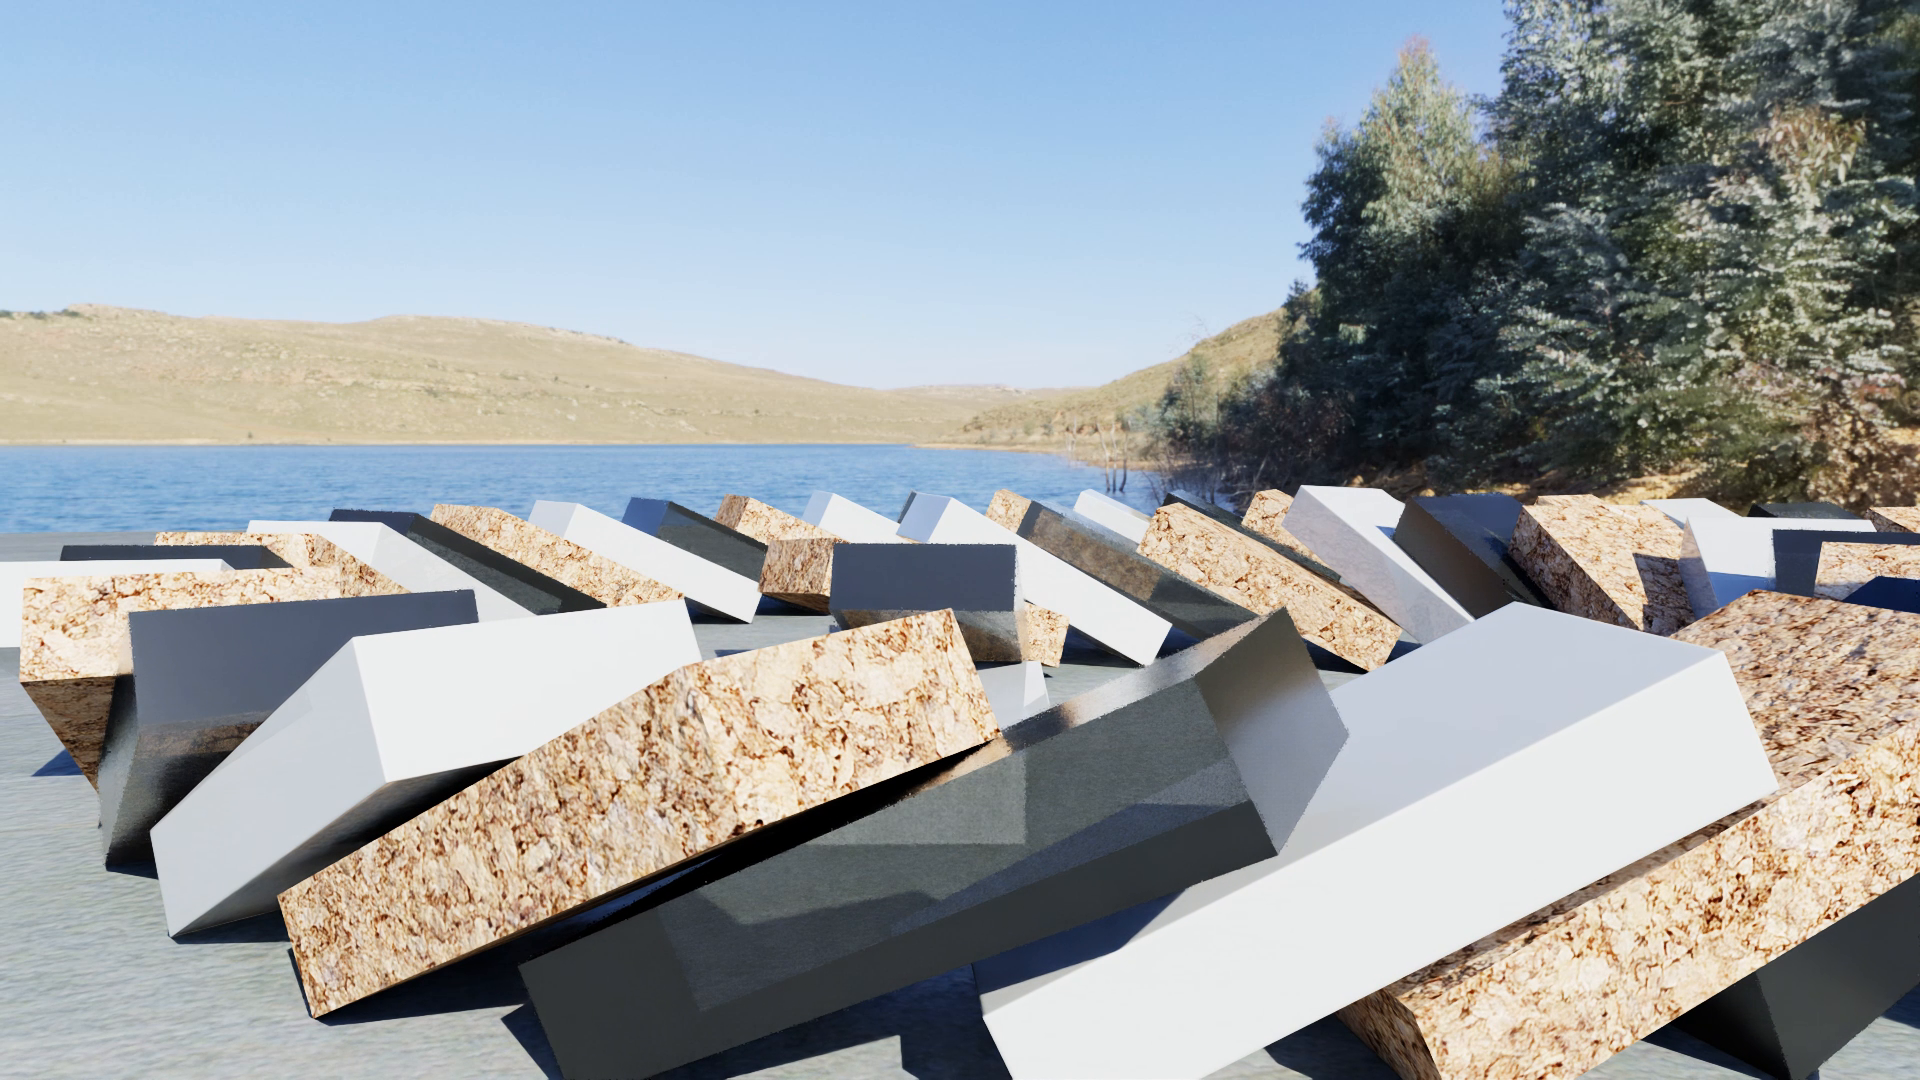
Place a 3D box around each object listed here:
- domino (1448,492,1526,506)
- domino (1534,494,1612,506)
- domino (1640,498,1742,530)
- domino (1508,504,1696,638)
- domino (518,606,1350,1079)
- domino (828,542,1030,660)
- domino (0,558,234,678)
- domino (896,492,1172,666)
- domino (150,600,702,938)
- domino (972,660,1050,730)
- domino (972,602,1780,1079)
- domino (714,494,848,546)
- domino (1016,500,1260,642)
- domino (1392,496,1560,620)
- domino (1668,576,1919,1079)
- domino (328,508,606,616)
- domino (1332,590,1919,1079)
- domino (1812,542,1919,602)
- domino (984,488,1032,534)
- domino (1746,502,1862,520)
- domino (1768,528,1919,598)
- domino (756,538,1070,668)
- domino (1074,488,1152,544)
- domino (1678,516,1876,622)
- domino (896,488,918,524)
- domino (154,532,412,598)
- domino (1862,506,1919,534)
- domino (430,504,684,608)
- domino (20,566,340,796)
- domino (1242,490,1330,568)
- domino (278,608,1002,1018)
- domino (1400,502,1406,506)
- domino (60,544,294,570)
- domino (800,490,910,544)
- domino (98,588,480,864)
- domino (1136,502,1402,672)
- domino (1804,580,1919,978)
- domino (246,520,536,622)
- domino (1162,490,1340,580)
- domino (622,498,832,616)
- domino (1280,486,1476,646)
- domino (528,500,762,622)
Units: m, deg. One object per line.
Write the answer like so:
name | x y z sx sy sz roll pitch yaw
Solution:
domino | 0.150 0.003 0.326 0.025 0.010 0.050 -3 30 -37
domino | 0.165 0.005 0.309 0.025 0.009 0.050 -3 30 -36
domino | 0.181 0.006 0.290 0.025 0.009 0.050 -2 29 -29
domino | 0.114 0.011 0.208 0.025 0.010 0.050 -1 32 -8
domino | -0.002 0.020 0.084 0.050 0.009 0.025 -28 -6 24
domino | -0.003 0.013 0.197 0.025 0.010 0.050 0 -20 5
domino | -0.095 0.016 0.160 0.025 0.009 0.050 -1 -21 -7
domino | 0.014 0.007 0.249 0.050 0.009 0.025 30 -4 -16
domino | -0.045 0.019 0.105 0.025 0.010 0.050 -5 -19 -47
domino | -0.001 0.025 0.171 0.025 0.009 0.050 0 4 1
domino | 0.025 0.021 0.090 0.050 0.010 0.025 -26 6 -2
domino | -0.037 0.003 0.332 0.050 0.009 0.025 25 -6 -24
domino | 0.037 0.007 0.260 0.050 0.010 0.025 28 8 12
domino | 0.103 0.009 0.229 0.025 0.010 0.050 -1 33 -21
domino | 0.070 0.020 0.102 0.050 0.010 0.025 -28 13 -15
domino | -0.098 0.008 0.257 0.025 0.010 0.050 3 -20 32
domino | 0.049 0.020 0.093 0.050 0.009 0.025 -26 9 -8
domino | 0.105 0.017 0.138 0.025 0.010 0.050 3 31 37
domino | 0.032 0.001 0.357 0.050 0.010 0.025 25 7 5
domino | 0.194 0.008 0.269 0.025 0.010 0.050 -2 29 -22
domino | 0.116 0.015 0.159 0.025 0.009 0.050 3 31 29
domino | -0.008 0.012 0.230 0.050 0.009 0.025 20 -12 -31
domino | 0.056 0.001 0.356 0.050 0.010 0.025 26 9 9
domino | 0.121 0.013 0.182 0.025 0.010 0.050 2 31 18
domino | 0.007 0.001 0.353 0.050 0.010 0.025 25 3 -4
domino | -0.102 0.012 0.207 0.025 0.009 0.050 1 -21 7
domino | 0.204 0.009 0.248 0.025 0.010 0.050 -1 29 -18
domino | -0.088 0.007 0.279 0.025 0.009 0.050 4 -20 41
domino | -0.080 0.017 0.138 0.025 0.010 0.050 -2 -22 -27
domino | 0.103 0.002 0.347 0.050 0.009 0.025 29 15 21
domino | -0.024 0.020 0.092 0.050 0.009 0.025 -29 -12 33
domino | 0.126 0.002 0.338 0.050 0.010 0.025 32 20 27
domino | -0.100 0.014 0.183 0.025 0.010 0.050 0 -21 0
domino | -0.016 0.002 0.344 0.050 0.009 0.025 25 -4 -18
domino | -0.064 0.019 0.120 0.025 0.009 0.050 -3 -20 -37
domino | 0.061 0.009 0.253 0.050 0.010 0.025 28 12 15
domino | 0.092 0.019 0.115 0.050 0.009 0.025 -31 19 -26
domino | -0.101 0.010 0.231 0.025 0.010 0.050 1 -21 13
domino | 0.080 0.001 0.352 0.050 0.010 0.025 27 12 14
domino | -0.056 0.004 0.316 0.050 0.010 0.025 27 -12 -33
domino | 0.089 0.007 0.248 0.025 0.009 0.050 1 33 -34
domino | -0.074 0.005 0.300 0.050 0.009 0.025 28 -14 -36
